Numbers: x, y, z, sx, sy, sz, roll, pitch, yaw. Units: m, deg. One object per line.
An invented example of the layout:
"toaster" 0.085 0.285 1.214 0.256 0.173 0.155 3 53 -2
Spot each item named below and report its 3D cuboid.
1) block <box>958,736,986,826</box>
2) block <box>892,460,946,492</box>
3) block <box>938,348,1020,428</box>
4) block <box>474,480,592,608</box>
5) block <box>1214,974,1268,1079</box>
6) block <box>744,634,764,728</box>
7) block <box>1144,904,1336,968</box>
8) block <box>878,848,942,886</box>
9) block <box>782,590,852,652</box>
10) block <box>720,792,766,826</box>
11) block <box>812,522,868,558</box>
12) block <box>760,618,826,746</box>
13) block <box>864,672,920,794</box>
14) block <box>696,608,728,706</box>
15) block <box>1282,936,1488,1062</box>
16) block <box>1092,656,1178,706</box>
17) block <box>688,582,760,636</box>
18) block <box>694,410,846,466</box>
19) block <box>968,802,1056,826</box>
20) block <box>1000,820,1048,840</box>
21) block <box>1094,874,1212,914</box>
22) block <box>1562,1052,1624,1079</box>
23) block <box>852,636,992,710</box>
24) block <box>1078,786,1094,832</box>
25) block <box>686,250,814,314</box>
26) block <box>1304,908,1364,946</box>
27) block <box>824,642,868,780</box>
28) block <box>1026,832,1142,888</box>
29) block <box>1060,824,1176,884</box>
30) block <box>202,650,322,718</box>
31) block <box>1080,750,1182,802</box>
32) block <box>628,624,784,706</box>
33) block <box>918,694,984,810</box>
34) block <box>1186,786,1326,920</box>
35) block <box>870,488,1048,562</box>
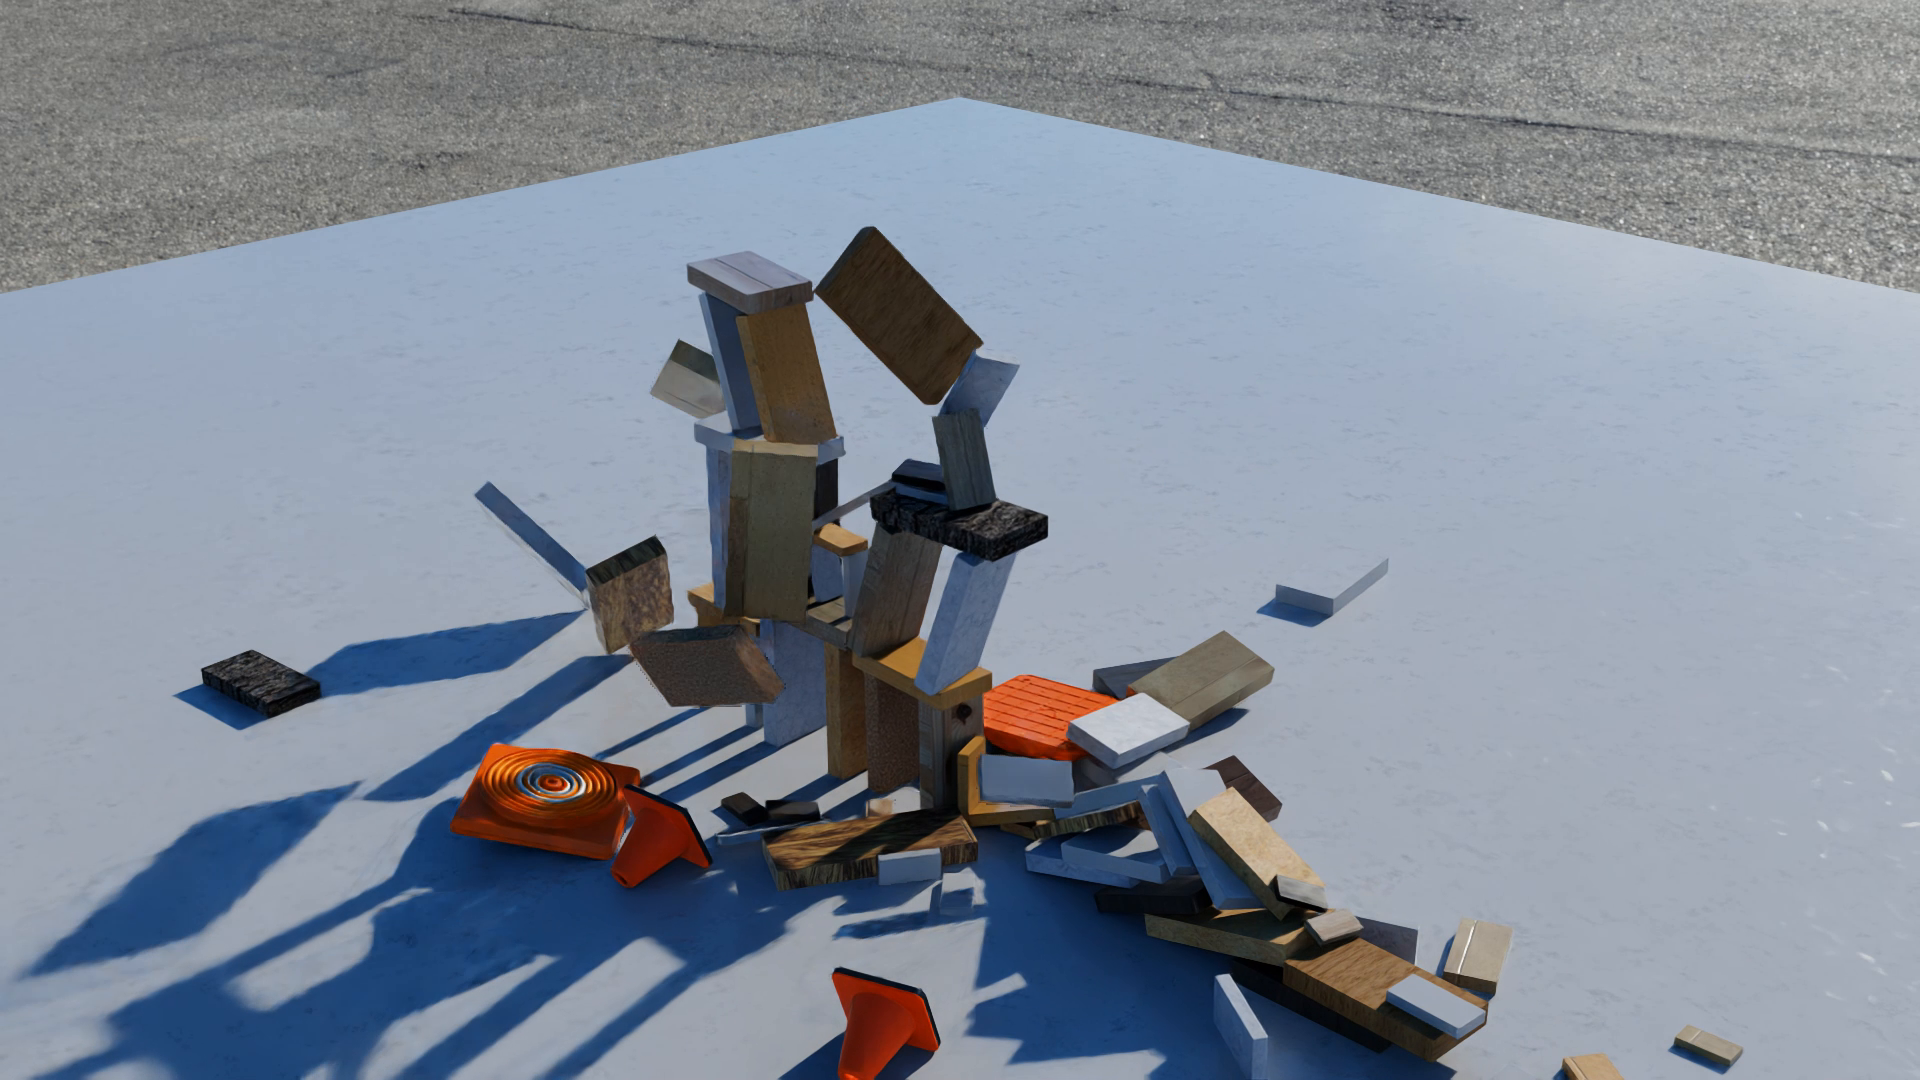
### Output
"block" 0.024 0.485 4.405 0.023 0.166 0.083 10 25 23
"block" -0.057 -0.124 4.260 0.135 0.019 0.067 11 31 24
"block" 0.036 -0.286 4.192 0.091 0.182 0.026 9 45 -23
"block" -1.016 0.013 5.304 0.353 0.176 0.050 41 76 7
"block" 0.472 0.823 3.700 0.027 0.094 0.187 -6 24 -12
"block" -0.418 0.284 4.792 0.033 0.231 0.116 20 31 40
"block" 0.507 0.693 3.985 0.313 0.044 0.157 5 20 44
"block" -0.097 0.626 4.207 0.121 0.060 0.017 -5 30 -12
"block" -0.282 0.141 4.584 0.154 0.044 0.308 -21 31 -40
"block" -0.434 0.545 4.457 0.053 0.015 0.106 -16 28 -34
"block" -0.255 -0.002 4.498 0.067 0.019 0.134 -19 29 -37
"block" -0.352 0.275 4.719 0.154 0.308 0.044 -21 31 -41
"block" -0.129 0.375 4.529 0.136 0.272 0.039 -21 30 -40
"block" -0.525 0.242 4.892 0.033 0.231 0.116 18 30 37
"block" 0.725 0.775 3.764 0.157 0.044 0.313 -20 30 -39
"block" 0.473 0.321 4.947 0.311 0.044 0.156 -8 24 -18
"block" -0.474 0.142 4.788 0.116 0.033 0.231 -22 31 -39
"block" -0.394 -0.209 4.529 0.297 0.042 0.148 20 33 39
"block" 0.121 0.532 4.383 0.186 0.026 0.093 -9 15 29
"block" 0.159 0.549 4.438 0.083 0.023 0.166 13 26 28
"block" 0.379 0.649 4.064 0.125 0.035 0.249 -21 8 -40
"block" 1.056 0.899 3.614 0.074 0.021 0.148 -4 23 -10
"block" -0.078 0.258 4.406 0.136 0.039 0.272 -20 30 -38
"block" 0.260 0.552 4.429 0.083 0.023 0.166 12 26 26
"block" -0.426 -0.521 4.436 0.143 0.041 0.286 -16 26 -27
"block" 0.660 0.682 3.879 0.099 0.014 0.050 -9 45 -34
"block" -0.207 0.332 4.585 0.044 0.308 0.154 21 31 41
"block" 0.261 0.609 4.204 0.249 0.035 0.125 3 17 42
"block" 0.323 0.583 4.114 0.125 0.035 0.249 -20 17 -40
"block" -1.575 0.322 4.954 0.265 0.037 0.132 18 29 37
"block" 0.392 0.500 4.527 0.150 0.043 0.301 -13 26 -28
"block" -0.509 0.252 4.383 0.324 0.162 0.046 -7 34 46
"block" -0.016 0.424 4.412 0.136 0.272 0.039 -19 28 -37
"block" 0.536 0.566 3.979 0.247 0.035 0.123 47 39 20
"block" -0.003 -0.044 4.210 0.315 0.045 0.158 20 30 38
